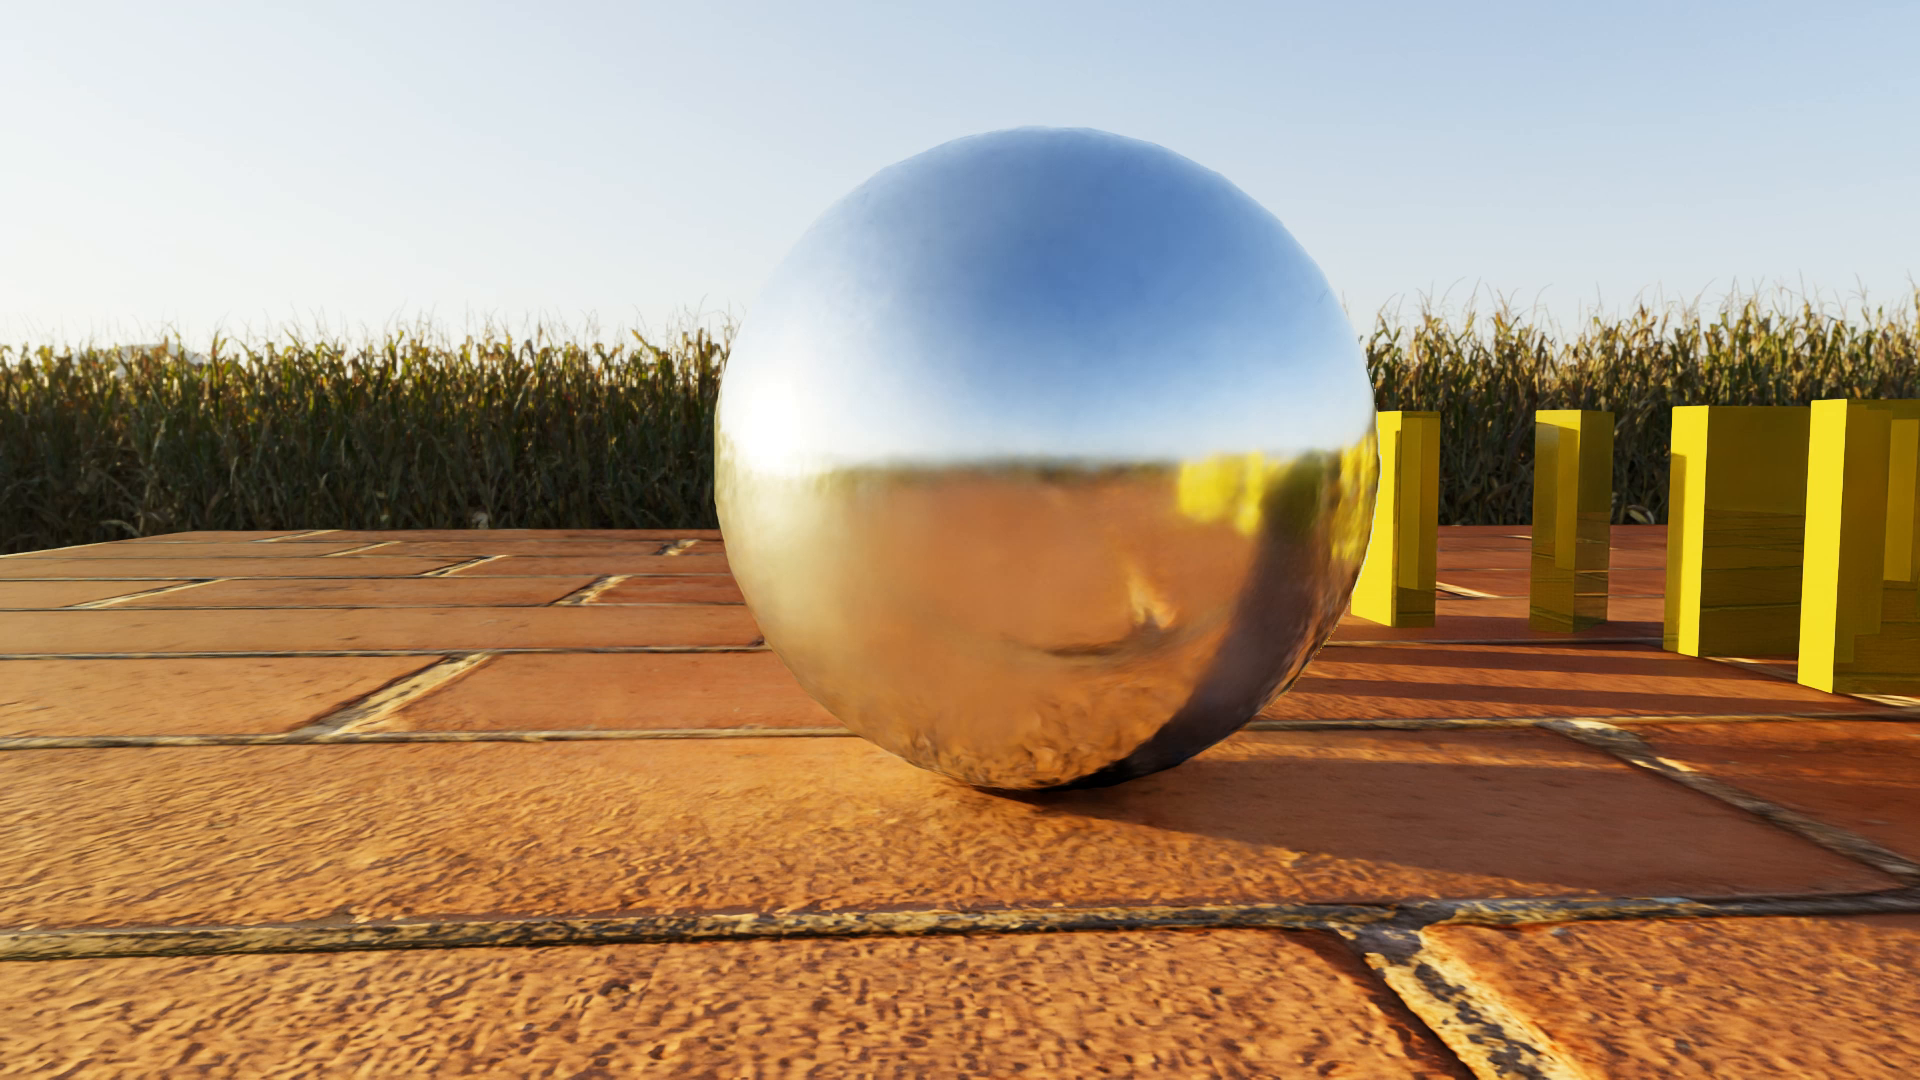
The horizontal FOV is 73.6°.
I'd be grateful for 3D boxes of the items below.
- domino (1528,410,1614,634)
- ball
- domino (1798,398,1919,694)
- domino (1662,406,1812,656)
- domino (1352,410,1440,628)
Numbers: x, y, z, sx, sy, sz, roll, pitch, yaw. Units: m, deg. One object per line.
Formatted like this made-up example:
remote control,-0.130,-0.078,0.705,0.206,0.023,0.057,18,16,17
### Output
domino,0.142,-0.005,0.298,0.010,0.050,0.025,4,6,43
ball,0.010,-0.009,0.159,0.080,0.080,0.080,0,4,0
domino,0.162,0.001,0.222,0.025,0.050,0.009,0,4,2
domino,0.159,-0.002,0.262,0.025,0.050,0.010,-1,4,-11
domino,0.104,-0.006,0.308,0.009,0.050,0.025,0,4,-6
